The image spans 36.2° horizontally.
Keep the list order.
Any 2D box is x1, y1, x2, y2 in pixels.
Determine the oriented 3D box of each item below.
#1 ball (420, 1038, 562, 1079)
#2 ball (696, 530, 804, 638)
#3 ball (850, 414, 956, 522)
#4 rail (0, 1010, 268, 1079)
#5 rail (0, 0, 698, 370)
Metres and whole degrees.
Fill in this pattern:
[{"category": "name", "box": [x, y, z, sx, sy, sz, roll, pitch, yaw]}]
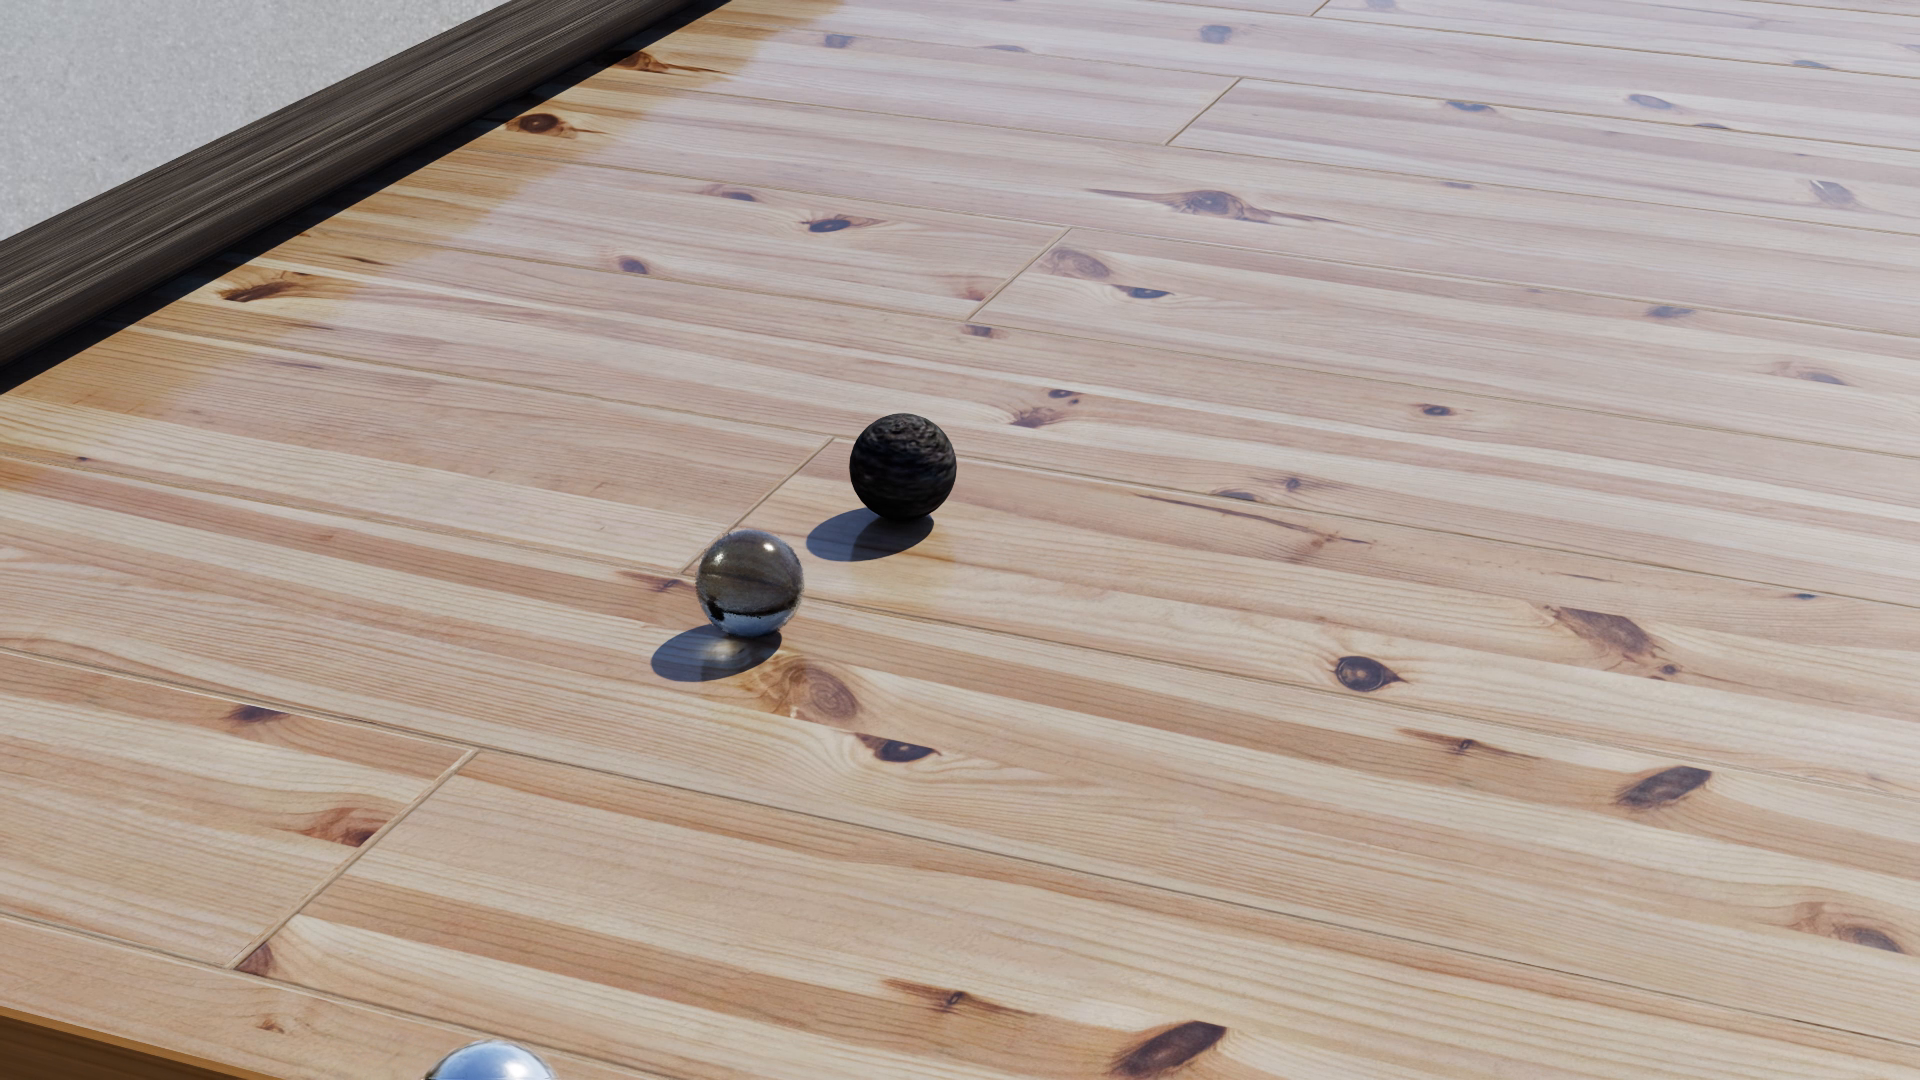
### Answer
[{"category": "ball", "box": [-0.210, 0.260, 1.316, 0.073, 0.073, 0.073, 0, 25, 0]}, {"category": "ball", "box": [-0.130, 0.027, 1.823, 0.067, 0.067, 0.067, 0, 25, 0]}, {"category": "ball", "box": [-0.038, -0.049, 1.981, 0.073, 0.073, 0.073, 0, 25, 0]}, {"category": "rail", "box": [-0.266, 0.266, 1.274, 1.641, 0.097, 0.045, 10, 27, 20]}, {"category": "rail", "box": [-0.464, -0.425, 2.759, 0.045, 0.097, 2.936, 10, 27, 20]}]
